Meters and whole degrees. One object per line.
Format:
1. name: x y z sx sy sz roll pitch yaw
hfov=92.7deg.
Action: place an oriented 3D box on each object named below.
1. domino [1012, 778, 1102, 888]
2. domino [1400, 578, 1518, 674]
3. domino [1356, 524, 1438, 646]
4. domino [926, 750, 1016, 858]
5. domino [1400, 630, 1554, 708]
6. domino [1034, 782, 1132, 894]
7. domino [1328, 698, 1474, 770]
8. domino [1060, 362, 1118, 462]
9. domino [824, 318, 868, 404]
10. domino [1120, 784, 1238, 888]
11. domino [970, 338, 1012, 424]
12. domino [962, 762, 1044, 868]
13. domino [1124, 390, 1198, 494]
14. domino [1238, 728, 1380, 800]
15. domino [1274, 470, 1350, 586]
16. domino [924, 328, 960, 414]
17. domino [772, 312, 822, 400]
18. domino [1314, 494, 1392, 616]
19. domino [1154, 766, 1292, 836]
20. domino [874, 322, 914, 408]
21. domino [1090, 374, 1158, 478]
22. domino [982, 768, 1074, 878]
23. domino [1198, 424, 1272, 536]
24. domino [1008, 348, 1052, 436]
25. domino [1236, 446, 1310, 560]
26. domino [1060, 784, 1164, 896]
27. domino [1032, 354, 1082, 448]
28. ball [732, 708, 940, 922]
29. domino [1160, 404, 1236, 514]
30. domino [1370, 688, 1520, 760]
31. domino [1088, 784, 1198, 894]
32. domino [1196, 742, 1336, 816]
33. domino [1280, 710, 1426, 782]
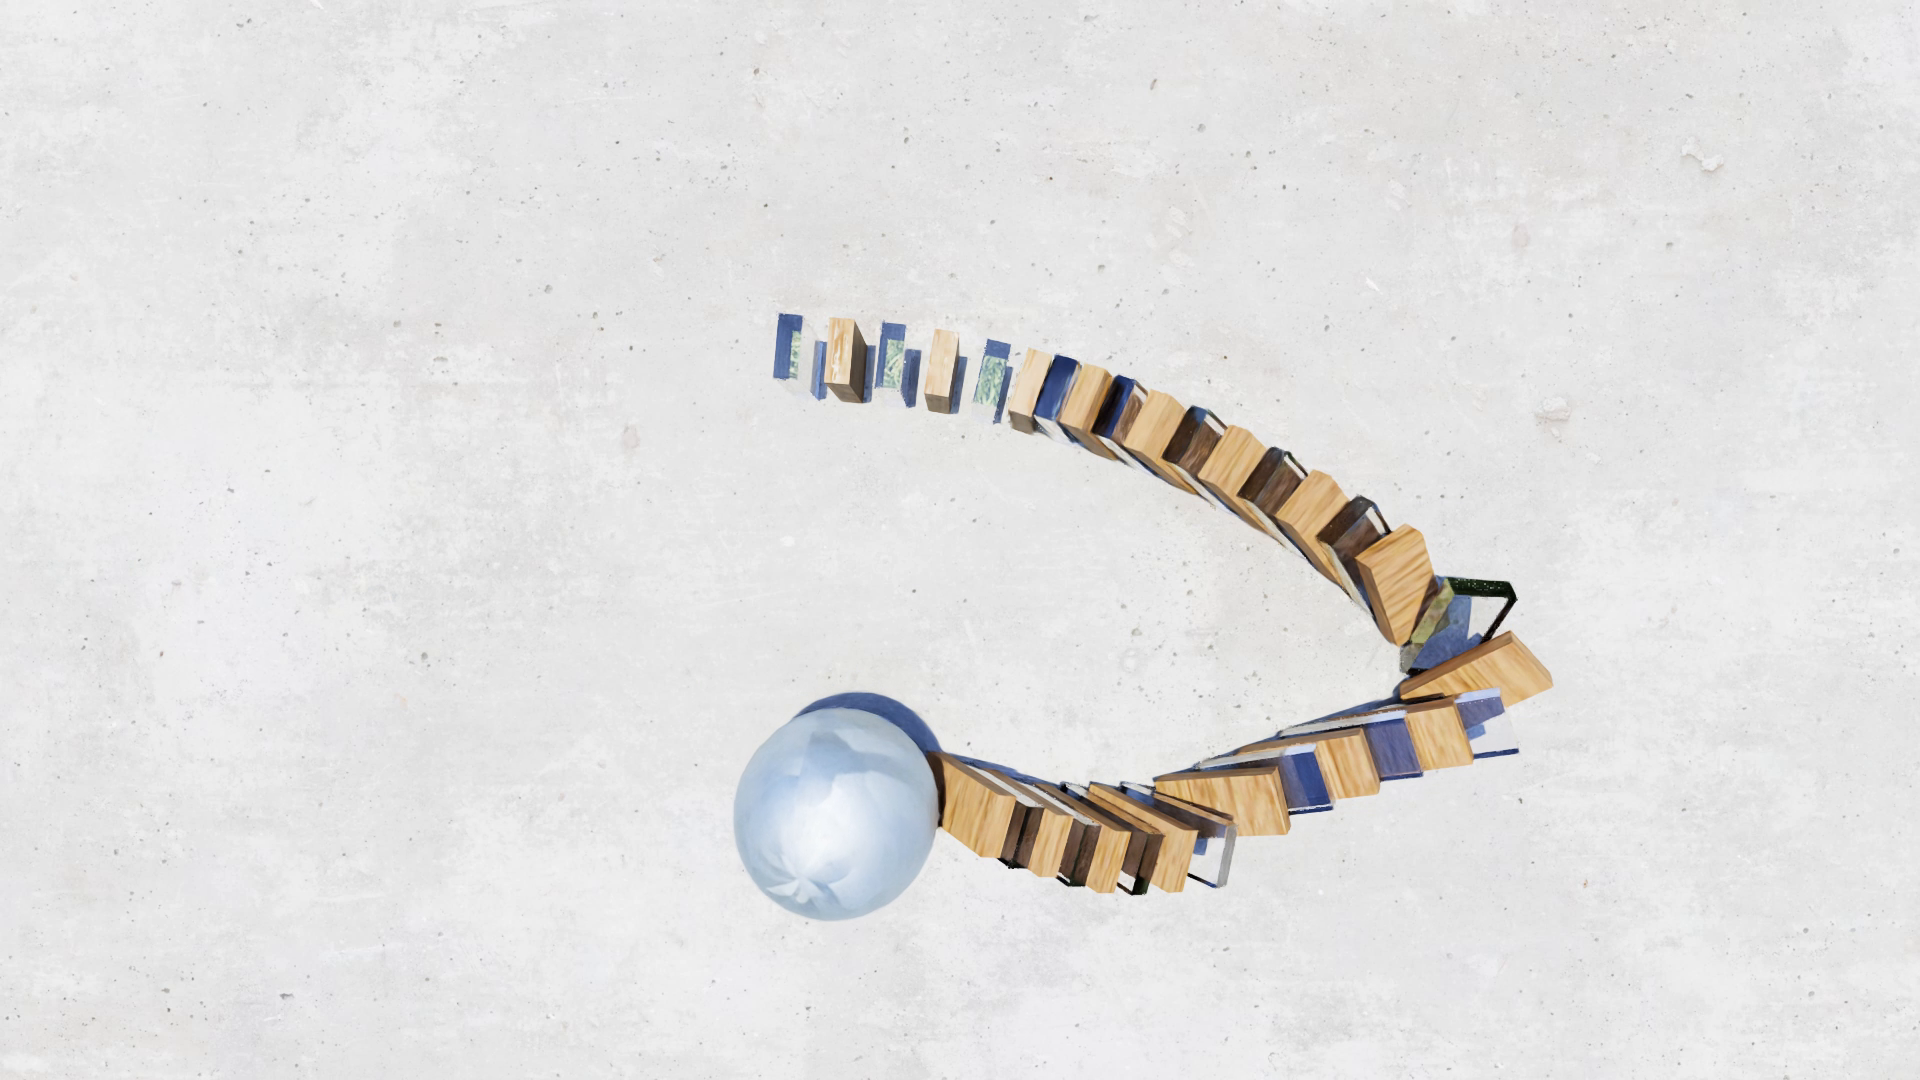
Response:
1. domino: 0.035 0.119 0.377 0.010 0.050 0.025 16 90 -36
2. domino: 0.205 0.037 0.379 0.025 0.010 0.050 3 134 0
3. domino: 0.184 0.019 0.383 0.025 0.010 0.050 -35 123 0
4. domino: 0.001 0.108 0.377 0.009 0.050 0.025 16 90 -36
5. domino: 0.213 0.060 0.381 0.025 0.009 0.050 46 126 -4
6. domino: 0.046 0.122 0.377 0.010 0.050 0.025 16 90 -36
7. domino: 0.183 0.084 0.382 0.050 0.009 0.025 -19 93 32
8. domino: 0.058 -0.051 0.376 0.010 0.050 0.025 23 90 27
9. domino: -0.046 -0.072 0.375 0.009 0.050 0.025 5 90 0
10. domino: 0.088 0.121 0.379 0.050 0.010 0.025 11 90 44
11. domino: 0.012 -0.064 0.375 0.009 0.050 0.025 13 90 0
12. domino: 0.012 0.112 0.377 0.009 0.050 0.025 16 90 -36
13. domino: 0.089 -0.040 0.378 0.010 0.050 0.025 26 90 43
14. domino: 0.145 0.096 0.383 0.050 0.009 0.025 -18 90 31
15. domino: 0.154 -0.004 0.382 0.050 0.009 0.025 39 90 -34
16. domino: -0.007 -0.068 0.375 0.010 0.050 0.025 10 90 0
17. domino: -0.066 -0.074 0.375 0.010 0.050 0.025 5 90 0
18. domino: 0.169 0.007 0.382 0.025 0.009 0.050 -44 123 0
19. domino: 0.109 0.110 0.383 0.050 0.009 0.025 -14 90 31
20. domino: -0.027 -0.070 0.375 0.010 0.050 0.025 6 90 0
21. domino: 0.073 -0.046 0.377 0.009 0.050 0.025 25 90 36
22. domino: 0.023 0.115 0.377 0.010 0.050 0.025 16 90 -36
23. domino: 0.121 -0.024 0.381 0.050 0.010 0.025 32 90 -38
24. domino: 0.029 -0.059 0.375 0.009 0.050 0.025 19 90 6
25. domino: 0.138 -0.015 0.382 0.050 0.009 0.025 35 90 -36
26. domino: 0.059 0.122 0.377 0.010 0.050 0.025 16 90 -37
27. domino: 0.043 -0.056 0.375 0.009 0.050 0.025 21 90 17
28. ball: -0.048 0.106 0.360 0.080 0.080 0.080 0 90 0
29. domino: 0.105 -0.033 0.380 0.050 0.010 0.025 30 90 -42
30. domino: 0.201 0.079 0.382 0.050 0.010 0.025 -19 94 32
31. domino: 0.072 0.122 0.378 0.010 0.050 0.025 14 90 -39
32. domino: 0.127 0.102 0.383 0.050 0.009 0.025 -18 90 31
33. domino: 0.163 0.088 0.383 0.050 0.010 0.025 -18 90 32
